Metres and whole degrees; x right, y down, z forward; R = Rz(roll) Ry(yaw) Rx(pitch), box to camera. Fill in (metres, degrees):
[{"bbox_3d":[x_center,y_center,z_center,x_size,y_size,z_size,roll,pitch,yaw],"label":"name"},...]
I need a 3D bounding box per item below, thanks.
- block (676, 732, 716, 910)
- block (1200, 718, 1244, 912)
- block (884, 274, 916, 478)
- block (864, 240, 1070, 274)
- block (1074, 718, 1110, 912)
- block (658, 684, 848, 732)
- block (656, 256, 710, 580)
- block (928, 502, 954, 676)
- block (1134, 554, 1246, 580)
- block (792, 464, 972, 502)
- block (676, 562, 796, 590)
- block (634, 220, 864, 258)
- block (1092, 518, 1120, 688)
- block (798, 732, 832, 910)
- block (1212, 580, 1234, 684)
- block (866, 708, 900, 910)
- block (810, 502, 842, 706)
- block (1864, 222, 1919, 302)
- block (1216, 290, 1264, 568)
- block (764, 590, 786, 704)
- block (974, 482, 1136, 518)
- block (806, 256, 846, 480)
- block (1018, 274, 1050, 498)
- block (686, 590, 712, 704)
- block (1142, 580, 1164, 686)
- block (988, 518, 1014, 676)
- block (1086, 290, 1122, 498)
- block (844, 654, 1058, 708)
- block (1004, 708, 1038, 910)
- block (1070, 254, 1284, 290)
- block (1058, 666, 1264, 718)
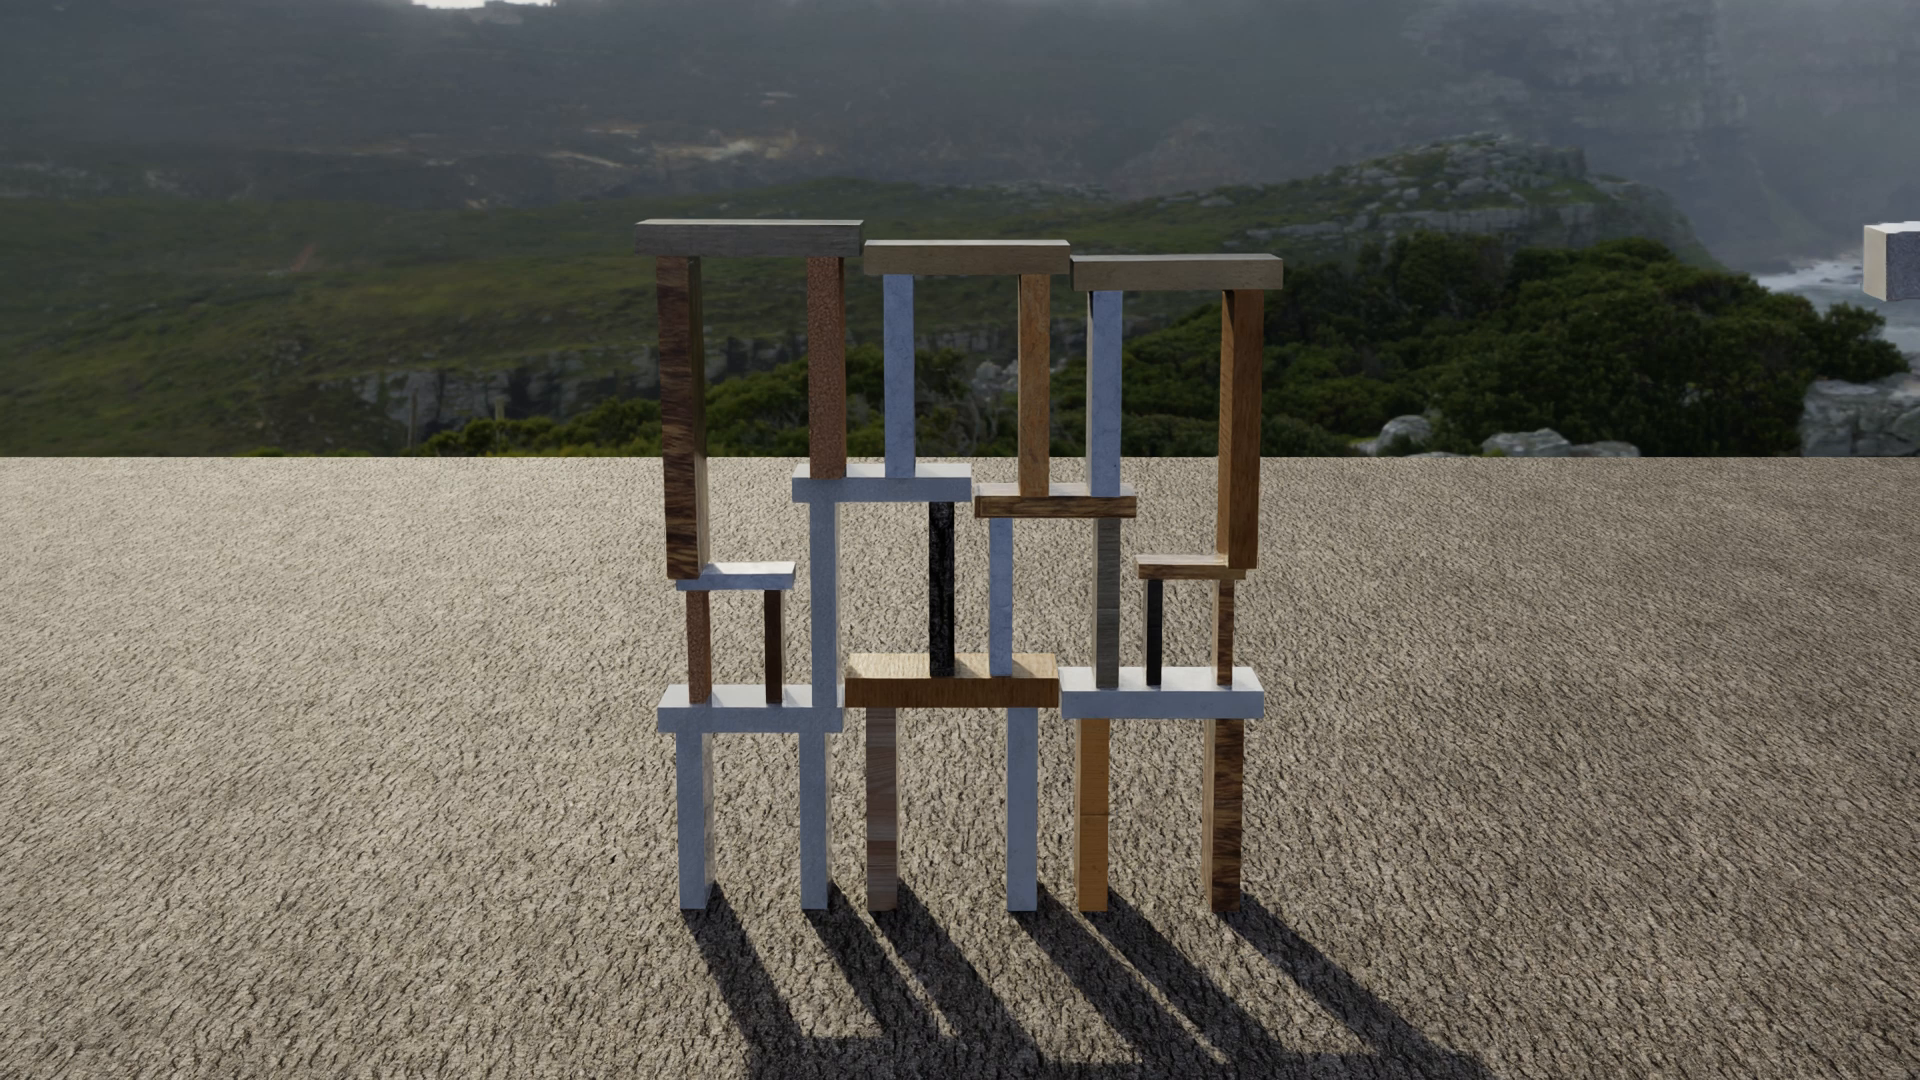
[{"bbox_3d":[-0.437,0.443,3.642,0.042,0.298,0.149,0,11,0],"label":"block"},{"bbox_3d":[0.433,0.431,3.637,0.046,0.324,0.162,0,11,0],"label":"block"},{"bbox_3d":[-0.096,-0.269,3.509,0.045,0.319,0.159,0,11,0],"label":"block"},{"bbox_3d":[0.010,-0.448,3.477,0.319,0.045,0.159,0,11,0],"label":"block"},{"bbox_3d":[0.217,0.431,3.637,0.046,0.324,0.162,0,11,0],"label":"block"},{"bbox_3d":[-0.338,0.276,3.611,0.298,0.042,0.149,0,11,0],"label":"block"},{"bbox_3d":[-0.441,-0.203,3.519,0.049,0.508,0.173,-1,10,0],"label":"block"},{"bbox_3d":[-0.029,0.067,3.573,0.040,0.283,0.142,0,11,0],"label":"block"},{"bbox_3d":[0.372,0.044,3.566,0.172,0.024,0.086,1,10,0],"label":"block"},{"bbox_3d":[-0.124,-0.093,3.543,0.283,0.040,0.142,0,11,0],"label":"block"},{"bbox_3d":[-0.363,0.059,3.569,0.186,0.026,0.093,-1,11,0],"label":"block"},{"bbox_3d":[-0.328,-0.477,3.467,0.347,0.049,0.173,0,11,0],"label":"block"},{"bbox_3d":[0.237,0.090,3.576,0.036,0.277,0.128,0,11,0],"label":"block"},{"bbox_3d":[-0.239,0.443,3.642,0.042,0.298,0.149,0,11,0],"label":"block"},{"bbox_3d":[0.428,0.142,3.583,0.024,0.172,0.086,0,10,0],"label":"block"},{"bbox_3d":[-0.127,0.421,3.641,0.048,0.342,0.171,0,11,0],"label":"block"},{"bbox_3d":[-0.218,0.091,3.578,0.040,0.334,0.142,0,11,0],"label":"block"},{"bbox_3d":[2.299,-0.677,5.323,0.164,0.164,0.164,-4,14,5],"label":"block"},{"bbox_3d":[0.449,-0.186,3.529,0.046,0.441,0.162,0,11,0],"label":"block"},{"bbox_3d":[-0.301,0.164,3.588,0.026,0.186,0.093,0,11,0],"label":"block"},{"bbox_3d":[0.152,-0.064,3.547,0.257,0.036,0.128,0,11,0],"label":"block"},{"bbox_3d":[-0.212,-0.282,3.504,0.049,0.347,0.173,0,11,0],"label":"block"},{"bbox_3d":[0.117,-0.254,3.513,0.045,0.349,0.159,0,11,0],"label":"block"},{"bbox_3d":[-0.426,0.164,3.588,0.026,0.186,0.093,-1,11,0],"label":"block"},{"bbox_3d":[0.313,0.142,3.583,0.024,0.172,0.086,0,11,0],"label":"block"},{"bbox_3d":[0.066,0.080,3.574,0.036,0.257,0.128,0,11,0],"label":"block"},{"bbox_3d":[0.230,-0.242,3.518,0.046,0.324,0.162,0,11,0],"label":"block"},{"bbox_3d":[-0.013,0.229,3.605,0.342,0.048,0.171,0,11,0],"label":"block"},{"bbox_3d":[0.101,0.421,3.641,0.048,0.342,0.171,0,11,0],"label":"block"},{"bbox_3d":[0.338,-0.425,3.484,0.324,0.046,0.162,0,11,0],"label":"block"},{"bbox_3d":[0.325,0.249,3.603,0.324,0.046,0.162,0,11,0],"label":"block"}]
